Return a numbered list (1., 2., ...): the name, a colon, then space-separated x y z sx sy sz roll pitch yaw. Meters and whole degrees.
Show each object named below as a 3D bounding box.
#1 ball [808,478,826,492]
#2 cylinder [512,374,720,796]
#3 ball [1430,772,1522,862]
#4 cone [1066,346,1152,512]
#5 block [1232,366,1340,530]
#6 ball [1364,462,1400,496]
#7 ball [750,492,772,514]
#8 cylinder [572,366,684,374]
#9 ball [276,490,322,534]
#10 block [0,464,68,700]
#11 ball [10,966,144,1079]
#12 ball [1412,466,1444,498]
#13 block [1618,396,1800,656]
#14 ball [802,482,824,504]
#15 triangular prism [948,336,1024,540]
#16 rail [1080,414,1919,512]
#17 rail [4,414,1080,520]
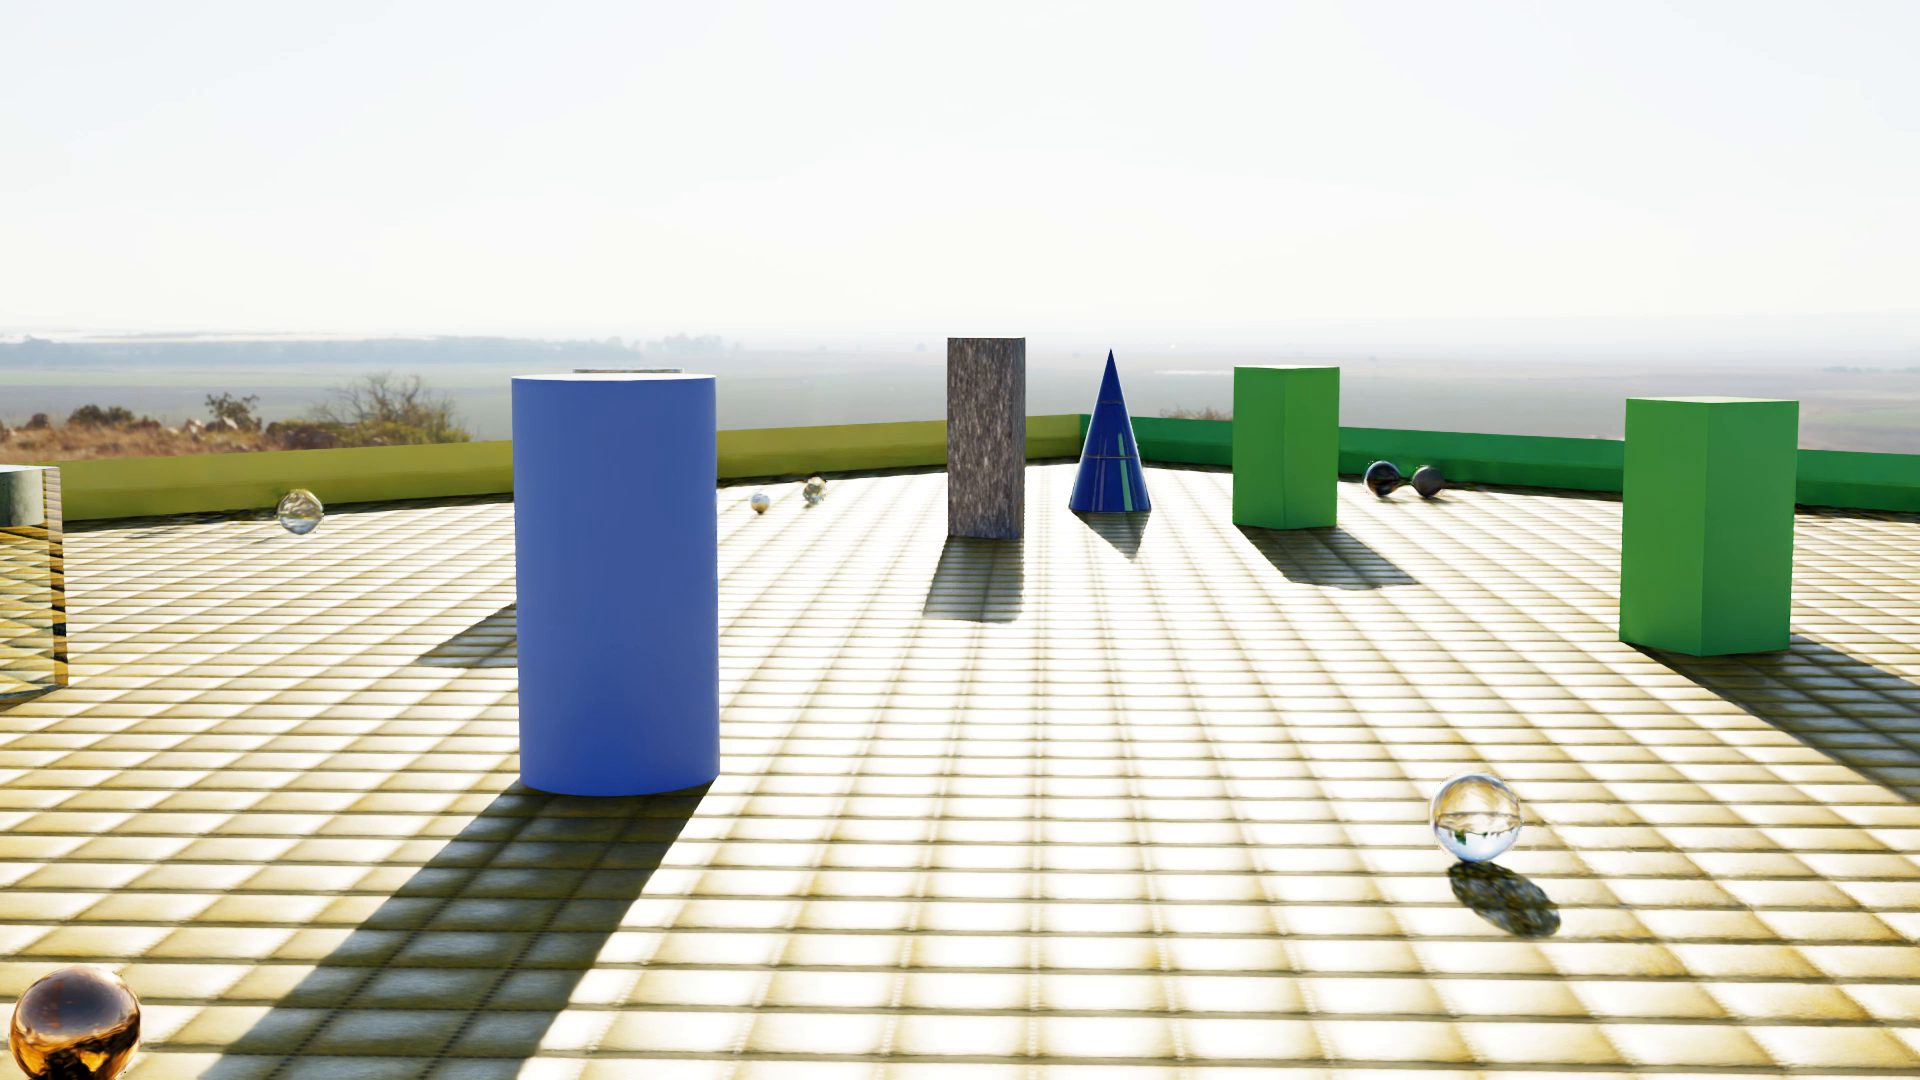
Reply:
1. ball: -0.340 -0.124 5.188 0.047 0.047 0.047 0 6 0
2. cylinder: -0.325 0.035 2.088 0.190 0.380 0.190 0 6 0
3. ball: 0.415 0.224 1.771 0.072 0.072 0.072 0 6 0
4. cone: 0.333 -0.249 4.871 0.190 0.361 0.190 0 6 0
5. block: 0.670 -0.194 4.525 0.152 0.325 0.152 -4 7 -35
6. ball: 1.002 -0.145 5.211 0.083 0.083 0.083 0 6 0
7. ball: -0.434 -0.081 4.781 0.047 0.047 0.047 0 6 0
8. cylinder: -0.572 -0.127 3.809 0.190 0.341 0.190 0 6 0
9. ball: -1.300 -0.054 4.333 0.087 0.087 0.087 0 6 0
10. block: -1.155 0.048 2.551 0.152 0.259 0.152 3 7 25
11. ball: -0.504 0.279 1.254 0.071 0.071 0.071 0 6 0
12. ball: 1.103 -0.136 5.182 0.072 0.072 0.072 0 6 0
13. block: 0.986 -0.023 2.902 0.152 0.325 0.152 -3 7 -24
14. ball: -0.335 -0.107 5.019 0.048 0.048 0.048 0 6 0
15. triangular prism: 0.084 -0.205 4.330 0.165 0.388 0.143 5 8 37
16. rail: 1.855 -0.147 5.034 0.045 0.124 4.449 -6 8 -42
17. rail: -1.492 -0.137 4.941 5.095 0.124 0.045 -6 8 -42
